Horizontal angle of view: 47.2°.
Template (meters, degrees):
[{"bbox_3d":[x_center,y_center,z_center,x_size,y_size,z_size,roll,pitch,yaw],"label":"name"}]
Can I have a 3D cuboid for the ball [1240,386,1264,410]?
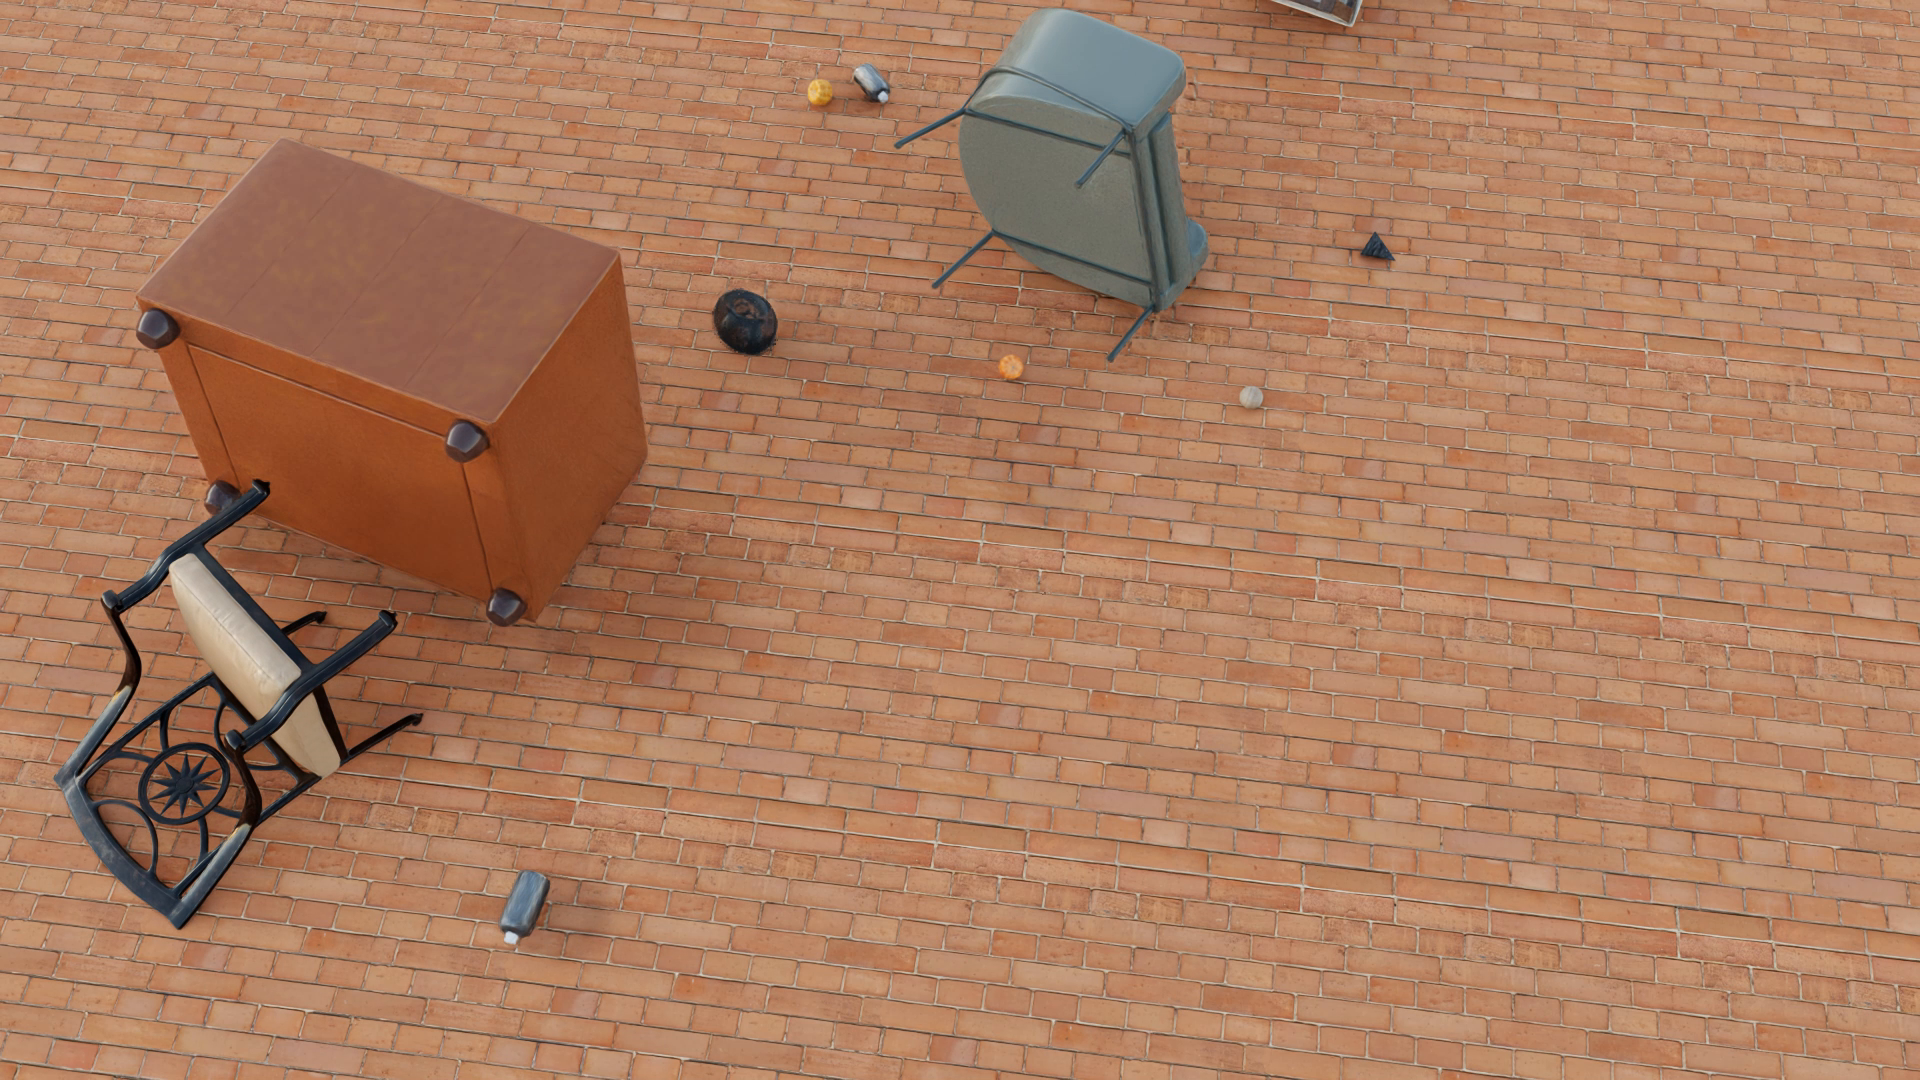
[{"bbox_3d":[0.904,-0.442,6.826,0.074,0.074,0.074,0,56,0],"label":"ball"}]

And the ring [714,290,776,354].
[{"bbox_3d":[-0.678,-0.690,6.950,0.186,0.127,0.244,-16,47,-30],"label":"ring"}]

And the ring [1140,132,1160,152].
[{"bbox_3d":[0.647,-1.352,7.463,0.061,0.031,0.093,27,59,16],"label":"ring"}]

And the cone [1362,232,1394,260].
[{"bbox_3d":[1.379,-0.942,7.188,0.108,0.061,0.107,33,59,2],"label":"cone"}]
